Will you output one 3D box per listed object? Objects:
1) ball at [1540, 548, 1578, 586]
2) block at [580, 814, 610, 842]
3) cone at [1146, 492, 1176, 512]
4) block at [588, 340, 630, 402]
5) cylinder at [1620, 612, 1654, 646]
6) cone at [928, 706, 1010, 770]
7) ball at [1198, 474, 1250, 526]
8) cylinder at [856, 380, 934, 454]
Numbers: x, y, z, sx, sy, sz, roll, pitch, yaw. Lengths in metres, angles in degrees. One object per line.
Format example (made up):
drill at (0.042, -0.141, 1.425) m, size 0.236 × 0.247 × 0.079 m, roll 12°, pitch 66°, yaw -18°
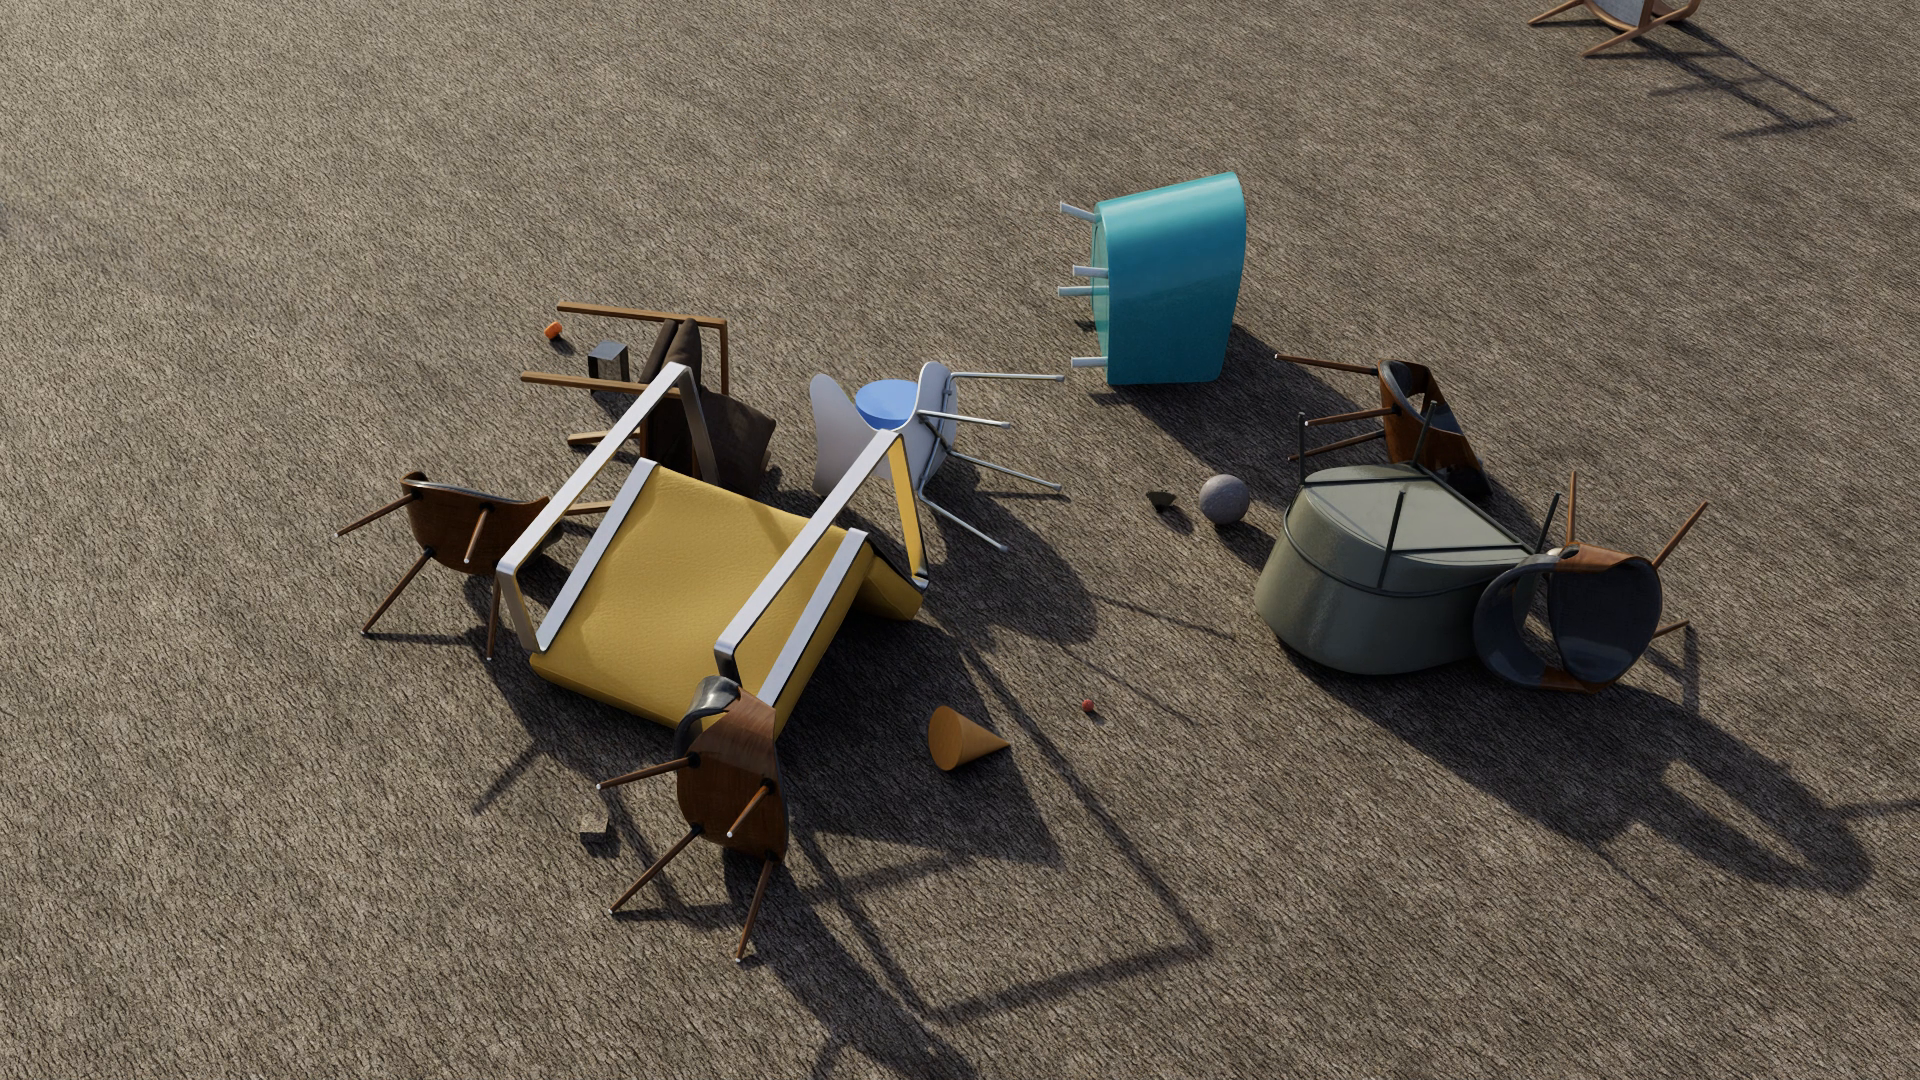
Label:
ball at (2.179, 0.097, 10.673) m, size 0.137 × 0.137 × 0.137 m, roll 0°, pitch 33°, yaw 0°
block at (-1.183, 0.933, 9.490) m, size 0.083 × 0.041 × 0.091 m, roll 1°, pitch 33°, yaw 1°
cone at (0.758, -0.134, 11.109) m, size 0.119 × 0.107 × 0.067 m, roll 10°, pitch 72°, yaw -9°
block at (-1.413, -0.682, 11.807) m, size 0.109 × 0.189 × 0.136 m, roll 12°, pitch 35°, yaw 18°
cylinder at (2.393, 0.316, 10.363) m, size 0.063 × 0.111 × 0.113 m, roll -18°, pitch -2°, yaw -25°
cone at (0.062, 0.675, 9.836) m, size 0.256 × 0.199 × 0.256 m, roll 8°, pitch 25°, yaw -29°
ball at (0.992, -0.151, 11.000) m, size 0.191 × 0.191 × 0.191 m, roll 0°, pitch 33°, yaw 0°
cylinder at (-0.258, -0.486, 11.539) m, size 0.298 × 0.157 × 0.318 m, roll -23°, pitch 40°, yaw -31°
